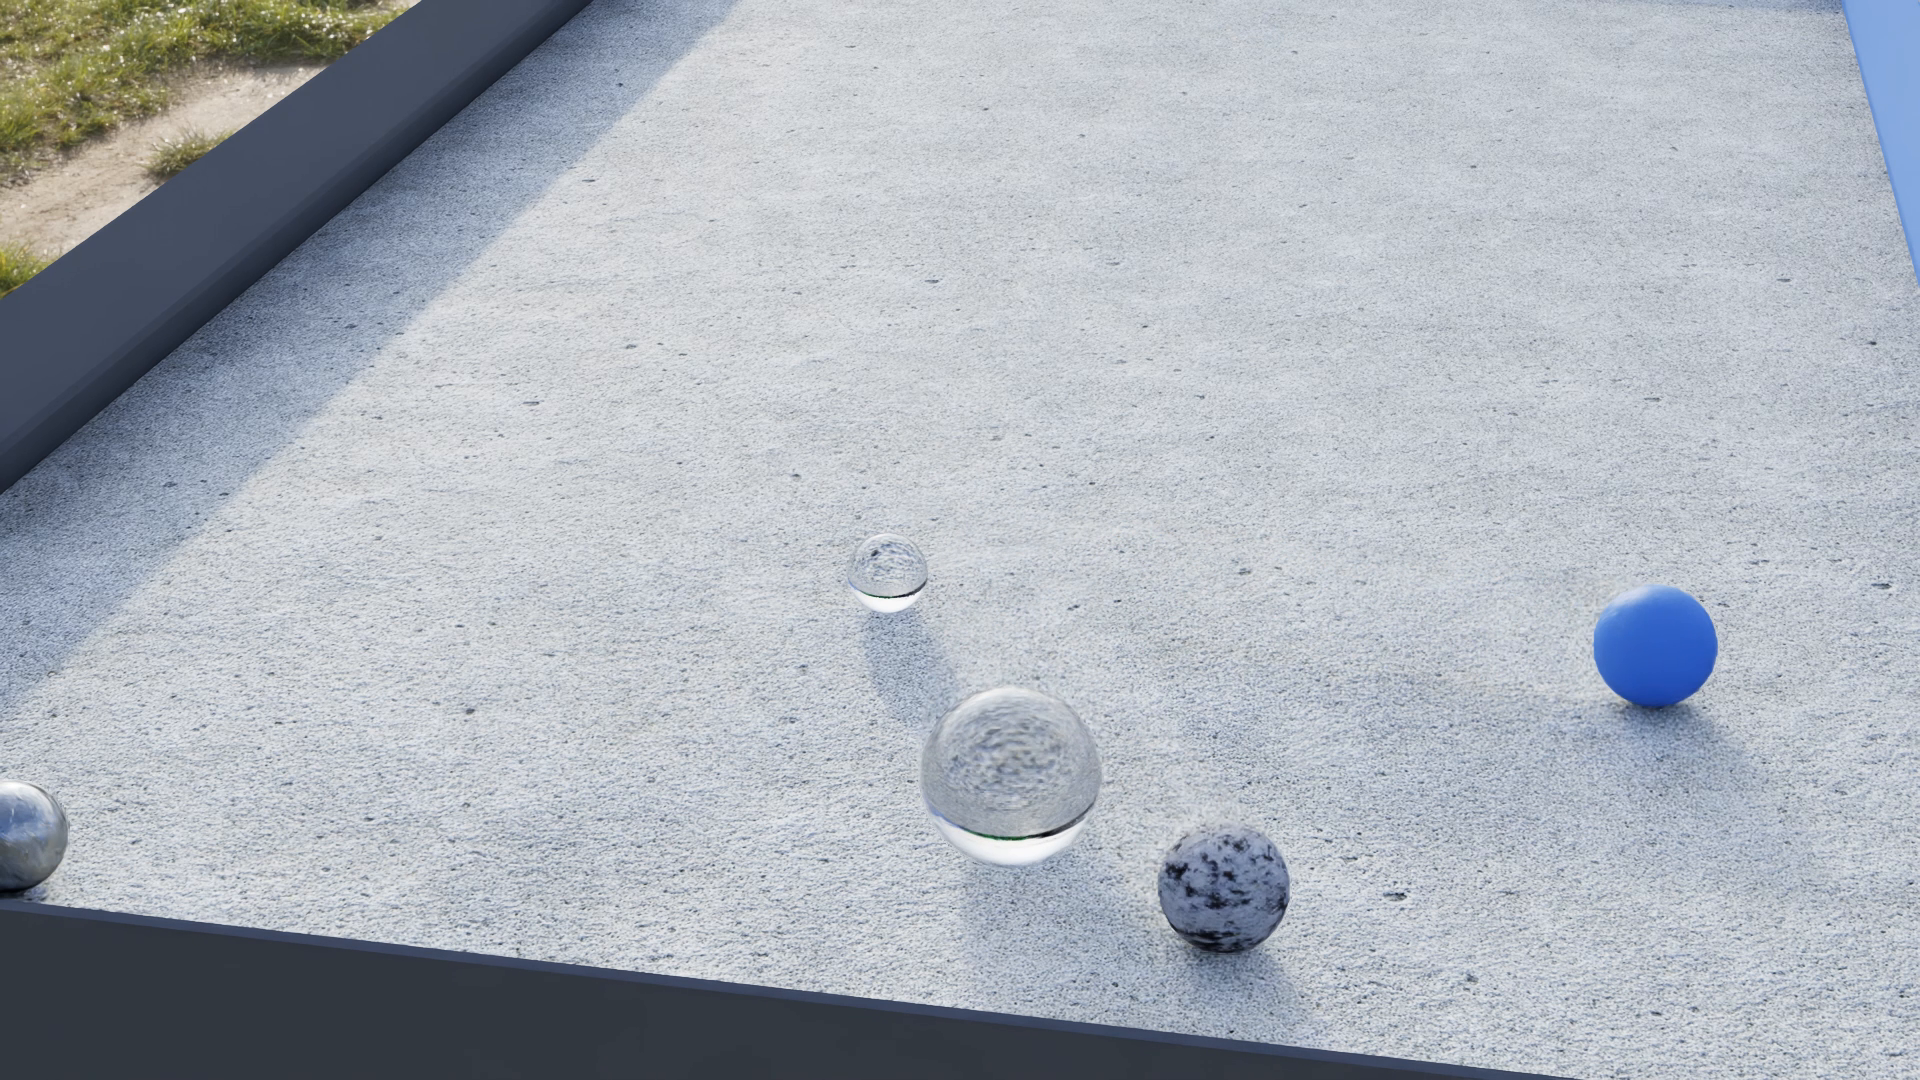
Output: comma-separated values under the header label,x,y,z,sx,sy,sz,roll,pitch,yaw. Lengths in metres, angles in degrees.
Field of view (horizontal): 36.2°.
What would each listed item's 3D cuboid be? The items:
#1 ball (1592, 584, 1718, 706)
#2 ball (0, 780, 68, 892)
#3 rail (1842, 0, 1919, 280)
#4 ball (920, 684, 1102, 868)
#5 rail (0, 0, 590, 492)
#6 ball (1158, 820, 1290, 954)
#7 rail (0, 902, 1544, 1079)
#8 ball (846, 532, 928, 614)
label,x,y,z,sx,sy,sz,roll,pitch,yaw
ball,0.417,0.064,1.766,0.073,0.073,0.073,0,25,0
ball,-0.510,0.159,1.579,0.060,0.060,0.060,0,25,0
rail,0.782,-0.249,2.360,0.045,0.129,2.646,5,26,10
ball,0.028,0.128,1.599,0.099,0.099,0.099,0,25,0
rail,-0.522,-0.360,2.595,0.045,0.129,2.646,5,26,10
ball,0.137,0.180,1.525,0.069,0.069,0.069,0,25,0
rail,-0.125,0.239,1.325,1.377,0.129,0.045,5,26,10
ball,-0.046,0.021,1.881,0.052,0.052,0.052,0,25,0
